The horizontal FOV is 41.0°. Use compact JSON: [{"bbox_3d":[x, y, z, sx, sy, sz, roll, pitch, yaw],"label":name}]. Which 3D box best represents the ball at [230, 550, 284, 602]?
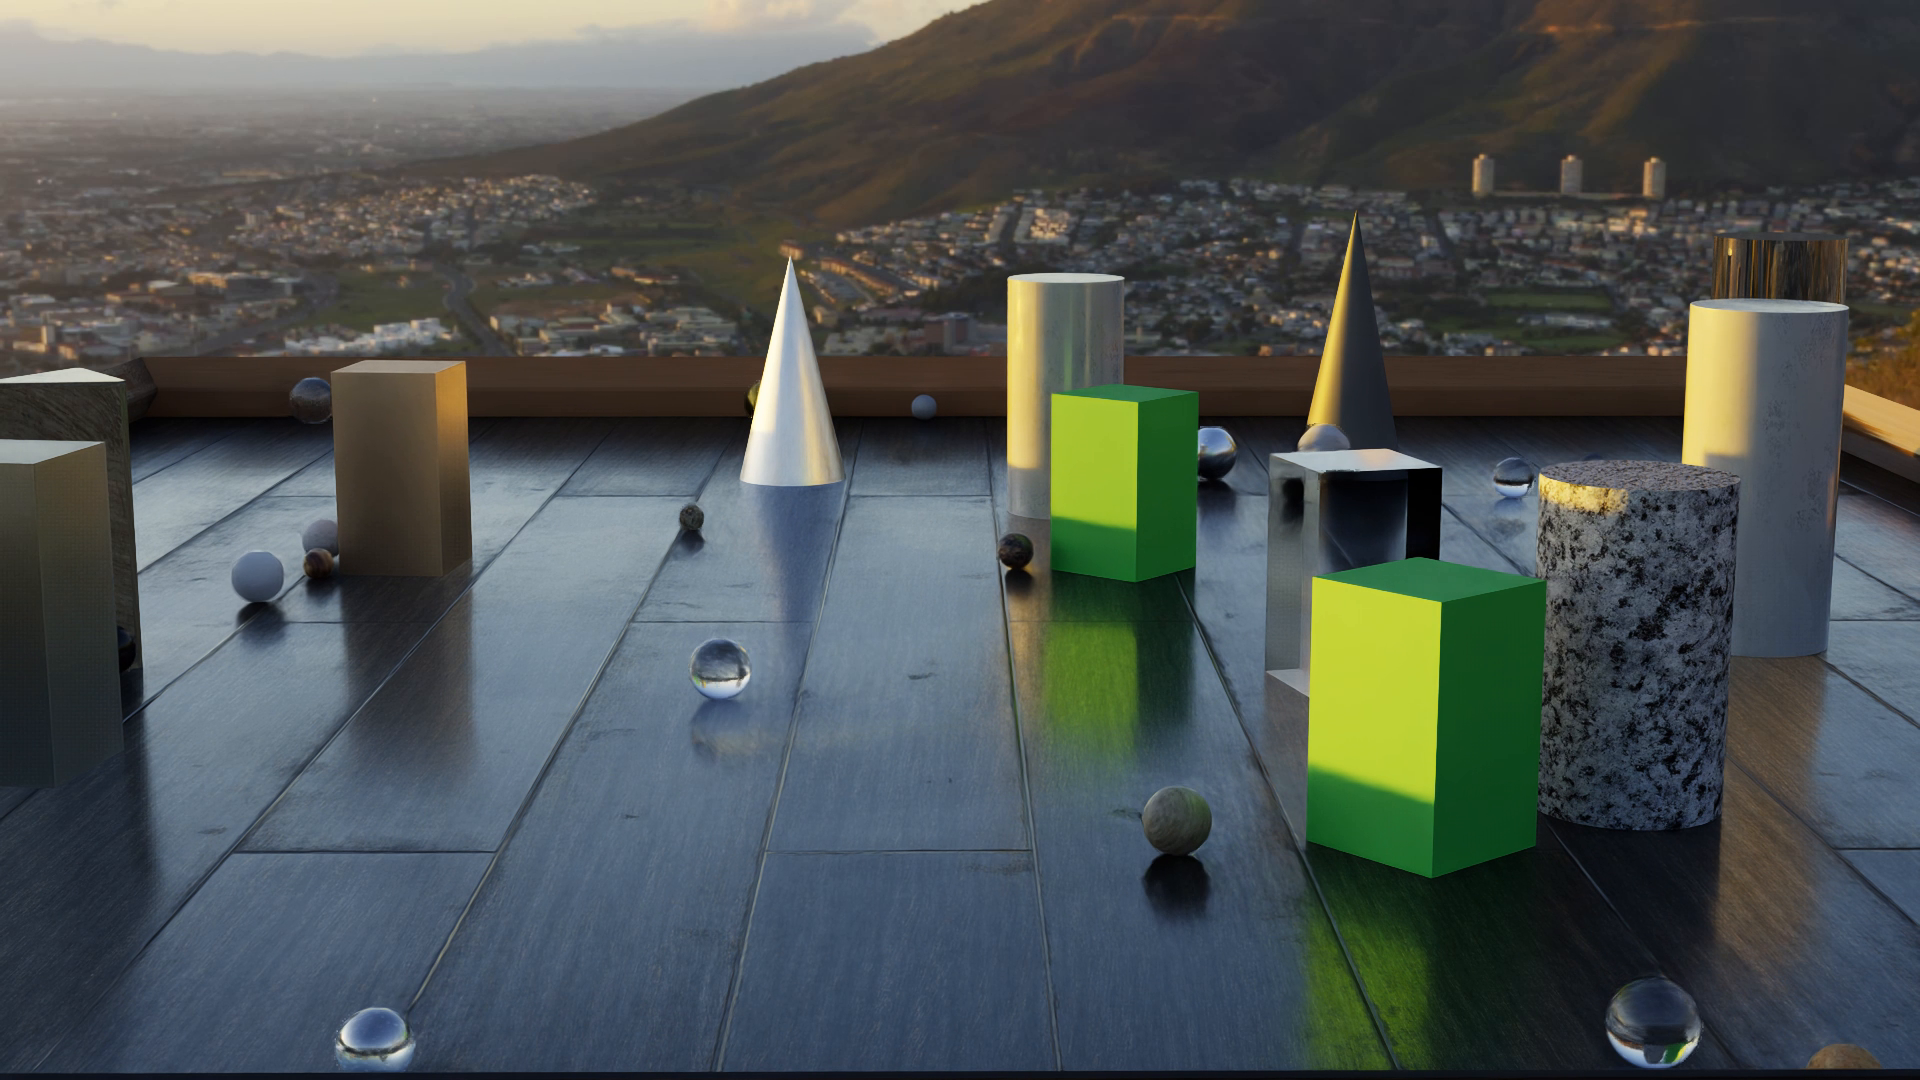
[{"bbox_3d":[-0.959,0.049,3.505,0.071,0.071,0.071,0,11,0],"label":"ball"}]

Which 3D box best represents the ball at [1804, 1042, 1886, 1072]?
[{"bbox_3d":[0.614,0.378,1.780,0.057,0.057,0.057,0,11,0],"label":"ball"}]

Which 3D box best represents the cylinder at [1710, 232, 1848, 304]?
[{"bbox_3d":[1.207,-0.214,3.814,0.190,0.474,0.190,0,11,0],"label":"cylinder"}]

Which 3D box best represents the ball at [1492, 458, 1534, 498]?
[{"bbox_3d":[0.936,-0.105,4.336,0.069,0.069,0.069,0,11,0],"label":"ball"}]

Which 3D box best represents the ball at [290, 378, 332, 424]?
[{"bbox_3d":[-1.318,-0.284,5.228,0.095,0.095,0.095,0,11,0],"label":"ball"}]

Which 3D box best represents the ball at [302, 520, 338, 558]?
[{"bbox_3d":[-0.942,0.000,3.794,0.062,0.062,0.062,0,11,0],"label":"ball"}]

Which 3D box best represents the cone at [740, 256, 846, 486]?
[{"bbox_3d":[-0.296,-0.305,4.522,0.190,0.395,0.190,0,11,0],"label":"cone"}]

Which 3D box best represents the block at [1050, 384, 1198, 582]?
[{"bbox_3d":[0.238,-0.086,3.720,0.152,0.257,0.152,9,14,38],"label":"block"}]

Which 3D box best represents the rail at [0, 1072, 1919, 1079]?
[{"bbox_3d":[0.011,0.379,1.585,3.375,0.123,0.045,0,11,0],"label":"rail"}]

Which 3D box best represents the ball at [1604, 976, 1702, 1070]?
[{"bbox_3d":[0.507,0.353,1.878,0.068,0.068,0.068,0,11,0],"label":"ball"}]

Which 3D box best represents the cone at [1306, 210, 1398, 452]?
[{"bbox_3d":[0.709,-0.363,4.627,0.190,0.469,0.190,0,11,0],"label":"cone"}]

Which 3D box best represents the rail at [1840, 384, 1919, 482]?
[{"bbox_3d":[1.664,0.030,3.459,0.045,0.123,3.841,0,11,0],"label":"rail"}]

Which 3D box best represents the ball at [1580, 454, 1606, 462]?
[{"bbox_3d":[1.104,-0.123,4.470,0.056,0.056,0.056,0,11,0],"label":"ball"}]

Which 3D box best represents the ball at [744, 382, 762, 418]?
[{"bbox_3d":[-0.398,-0.284,5.256,0.084,0.084,0.084,0,11,0],"label":"ball"}]

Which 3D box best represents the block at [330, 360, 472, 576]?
[{"bbox_3d":[-0.810,-0.107,3.735,0.152,0.293,0.152,1,11,5],"label":"block"}]

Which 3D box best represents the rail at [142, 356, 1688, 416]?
[{"bbox_3d":[-0.011,-0.316,5.314,3.375,0.123,0.045,0,11,0],"label":"rail"}]

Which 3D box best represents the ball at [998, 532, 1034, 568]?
[{"bbox_3d":[0.081,0.015,3.734,0.054,0.054,0.054,0,11,0],"label":"ball"}]

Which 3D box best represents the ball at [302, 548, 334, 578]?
[{"bbox_3d":[-0.917,0.033,3.668,0.043,0.043,0.043,0,11,0],"label":"ball"}]

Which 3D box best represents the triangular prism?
[{"bbox_3d":[-1.089,-0.028,3.155,0.164,0.351,0.142,-1,11,-7],"label":"triangular prism"}]

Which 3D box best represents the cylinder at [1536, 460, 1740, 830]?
[{"bbox_3d":[0.661,0.099,2.527,0.190,0.331,0.190,0,11,0],"label":"cylinder"}]

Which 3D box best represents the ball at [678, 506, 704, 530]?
[{"bbox_3d":[-0.422,-0.035,4.041,0.040,0.040,0.040,0,11,0],"label":"ball"}]

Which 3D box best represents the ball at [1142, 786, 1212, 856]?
[{"bbox_3d":[0.202,0.261,2.385,0.065,0.065,0.065,0,11,0],"label":"ball"}]

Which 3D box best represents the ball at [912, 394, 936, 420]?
[{"bbox_3d":[-0.074,-0.273,5.282,0.053,0.053,0.053,0,11,0],"label":"ball"}]

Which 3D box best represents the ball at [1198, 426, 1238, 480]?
[{"bbox_3d":[0.444,-0.153,4.532,0.093,0.093,0.093,0,11,0],"label":"ball"}]

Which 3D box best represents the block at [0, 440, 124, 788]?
[{"bbox_3d":[-0.983,0.073,2.661,0.152,0.334,0.152,2,11,8],"label":"block"}]

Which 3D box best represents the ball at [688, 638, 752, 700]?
[{"bbox_3d":[-0.277,0.149,2.964,0.073,0.073,0.073,0,11,0],"label":"ball"}]

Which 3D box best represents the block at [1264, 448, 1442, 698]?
[{"bbox_3d":[0.463,0.037,3.033,0.152,0.266,0.152,-3,11,-15],"label":"block"}]

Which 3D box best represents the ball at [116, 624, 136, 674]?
[{"bbox_3d":[-1.022,0.132,3.084,0.062,0.062,0.062,0,11,0],"label":"ball"}]

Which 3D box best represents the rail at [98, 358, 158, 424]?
[{"bbox_3d":[-1.664,0.033,3.440,0.045,0.123,3.841,0,11,0],"label":"rail"}]

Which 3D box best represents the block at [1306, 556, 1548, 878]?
[{"bbox_3d":[0.435,0.161,2.401,0.152,0.255,0.152,-9,14,-40],"label":"block"}]

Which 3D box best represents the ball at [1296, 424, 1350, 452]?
[{"bbox_3d":[0.644,-0.156,4.542,0.095,0.095,0.095,0,11,0],"label":"ball"}]

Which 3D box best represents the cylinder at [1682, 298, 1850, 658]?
[{"bbox_3d":[1.008,-0.082,3.234,0.190,0.428,0.190,0,11,0],"label":"cylinder"}]

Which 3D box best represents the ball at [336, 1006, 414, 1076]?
[{"bbox_3d":[-0.422,0.365,1.850,0.056,0.056,0.056,0,11,0],"label":"ball"}]

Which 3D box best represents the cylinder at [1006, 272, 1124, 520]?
[{"bbox_3d":[0.172,-0.237,4.193,0.190,0.382,0.190,0,11,0],"label":"cylinder"}]
